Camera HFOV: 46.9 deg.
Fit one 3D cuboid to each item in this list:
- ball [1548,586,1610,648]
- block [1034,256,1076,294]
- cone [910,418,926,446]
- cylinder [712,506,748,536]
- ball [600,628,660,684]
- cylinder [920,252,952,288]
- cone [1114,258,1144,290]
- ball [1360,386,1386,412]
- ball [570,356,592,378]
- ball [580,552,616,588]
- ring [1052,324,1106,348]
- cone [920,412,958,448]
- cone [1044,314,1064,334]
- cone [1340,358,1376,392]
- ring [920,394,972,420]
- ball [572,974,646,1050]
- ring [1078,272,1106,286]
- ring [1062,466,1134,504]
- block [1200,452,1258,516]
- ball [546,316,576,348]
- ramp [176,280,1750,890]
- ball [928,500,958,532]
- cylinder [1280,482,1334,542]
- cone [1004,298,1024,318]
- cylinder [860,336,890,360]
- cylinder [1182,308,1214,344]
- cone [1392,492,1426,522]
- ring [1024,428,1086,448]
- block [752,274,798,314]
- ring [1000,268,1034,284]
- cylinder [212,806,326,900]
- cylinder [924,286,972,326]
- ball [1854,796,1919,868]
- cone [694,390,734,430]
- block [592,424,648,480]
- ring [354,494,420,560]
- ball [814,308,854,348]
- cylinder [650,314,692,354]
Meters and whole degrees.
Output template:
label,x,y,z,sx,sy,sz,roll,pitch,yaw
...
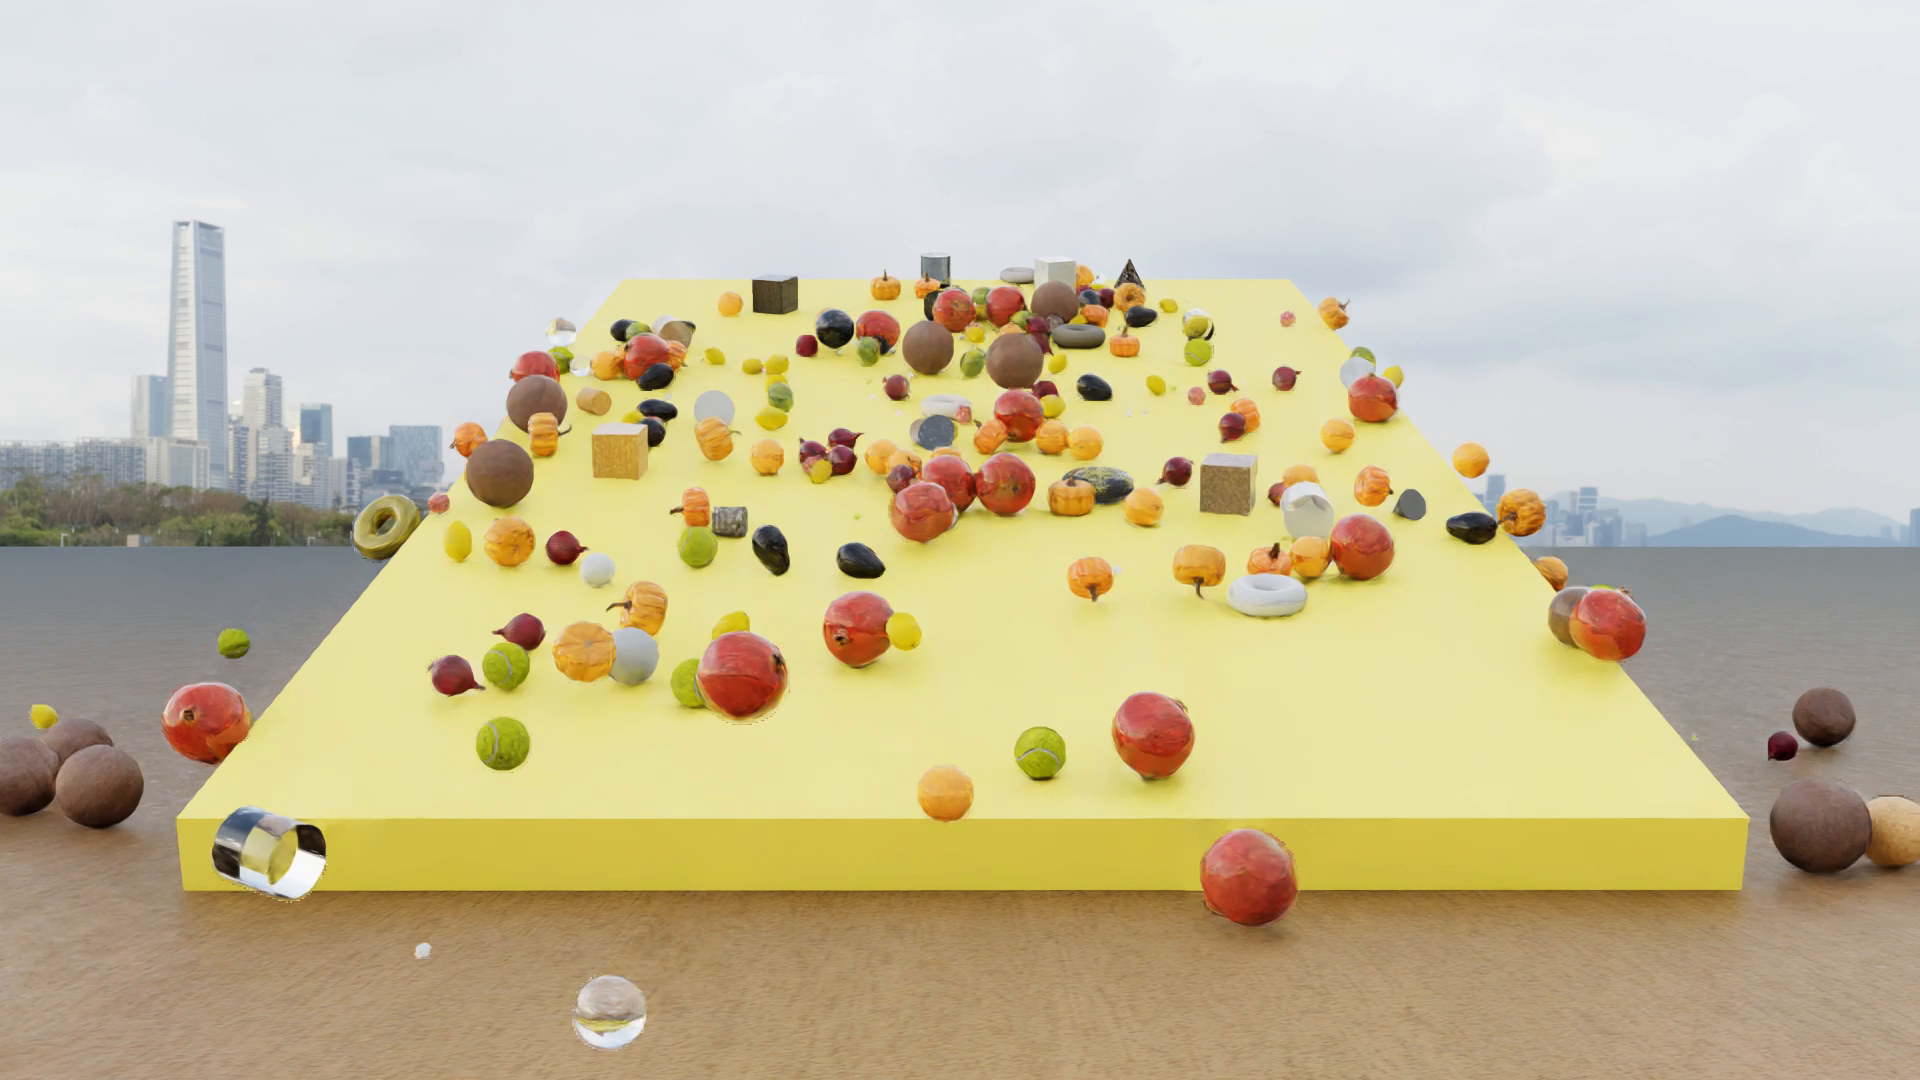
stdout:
label,x,y,z,sx,sy,sz,roll,pitch,yaw
ball,0.962,0.119,3.442,0.095,0.095,0.095,0,0,0
block,0.278,-0.772,6.453,0.092,0.092,0.092,-7,18,-23
cone,-0.083,-0.223,4.711,0.061,0.061,0.061,0,-10,-10
cylinder,-0.417,-0.034,4.022,0.054,0.054,0.054,0,0,10
ball,-0.488,0.172,3.278,0.085,0.085,0.085,0,0,0
cylinder,-0.072,-0.796,6.531,0.091,0.091,0.091,0,17,0
cone,0.497,-0.786,6.502,0.090,0.090,0.090,0,17,0
ball,0.929,-0.318,4.979,0.060,0.060,0.060,0,0,0
ball,-0.910,-0.417,5.318,0.053,0.053,0.053,0,0,0
ball,-0.610,0.050,3.731,0.059,0.059,0.059,0,0,0
ring,0.305,-0.524,5.697,0.139,0.046,0.139,1,16,0
cone,-0.035,-0.216,4.672,0.081,0.081,0.081,0,-19,14
cone,0.236,-0.559,5.847,0.058,0.058,0.058,0,-13,-32
cone,0.932,-0.380,5.225,0.085,0.085,0.085,0,-10,2
ring,-0.032,-0.296,4.939,0.118,0.039,0.118,0,18,0
ball,-0.310,0.417,1.959,0.065,0.065,0.065,0,0,0
ring,0.393,-0.775,6.577,0.083,0.028,0.083,0,18,0
ring,0.267,-0.106,4.284,0.143,0.048,0.143,1,18,0
block,0.509,-0.107,4.203,0.094,0.094,0.094,4,17,15
ball,-1.021,-0.532,5.674,0.078,0.078,0.078,0,0,0
ramp,-0.002,-0.167,4.746,2.000,0.100,4.000,0,17,0
ball,-0.031,-0.044,4.057,0.057,0.057,0.057,0,0,0
cylinder,0.630,-0.051,4.023,0.090,0.090,0.090,0,17,3
cone,0.149,-0.629,6.086,0.057,0.057,0.057,0,-10,4
cylinder,-0.214,-0.479,5.524,0.055,0.055,0.055,0,15,26
cylinder,0.617,-0.555,5.748,0.077,0.077,0.077,0,17,-1
cone,0.831,-0.059,4.163,0.062,0.062,0.062,0,3,-32
ring,0.201,-0.210,4.706,0.131,0.044,0.131,-4,-1,0
block,-0.512,-0.681,6.140,0.093,0.093,0.093,7,18,23
ring,0.175,-0.788,6.602,0.112,0.037,0.112,0,18,0
cylinder,-0.824,0.373,2.645,0.092,0.092,0.092,12,6,28
cylinder,-0.034,-0.631,5.976,0.091,0.091,0.091,0,14,44
ball,1.282,0.401,3.045,0.098,0.098,0.098,0,0,0
cone,-0.542,-0.274,4.859,0.090,0.090,0.090,0,-10,-10
block,-0.682,-0.178,4.445,0.092,0.092,0.092,1,17,4
ring,-1.109,-0.025,4.281,0.141,0.141,0.047,0,-30,23
ball,-0.314,-0.531,5.555,0.099,0.099,0.099,0,0,0
cylinder,-0.733,-0.522,5.619,0.085,0.085,0.085,0,15,-24
